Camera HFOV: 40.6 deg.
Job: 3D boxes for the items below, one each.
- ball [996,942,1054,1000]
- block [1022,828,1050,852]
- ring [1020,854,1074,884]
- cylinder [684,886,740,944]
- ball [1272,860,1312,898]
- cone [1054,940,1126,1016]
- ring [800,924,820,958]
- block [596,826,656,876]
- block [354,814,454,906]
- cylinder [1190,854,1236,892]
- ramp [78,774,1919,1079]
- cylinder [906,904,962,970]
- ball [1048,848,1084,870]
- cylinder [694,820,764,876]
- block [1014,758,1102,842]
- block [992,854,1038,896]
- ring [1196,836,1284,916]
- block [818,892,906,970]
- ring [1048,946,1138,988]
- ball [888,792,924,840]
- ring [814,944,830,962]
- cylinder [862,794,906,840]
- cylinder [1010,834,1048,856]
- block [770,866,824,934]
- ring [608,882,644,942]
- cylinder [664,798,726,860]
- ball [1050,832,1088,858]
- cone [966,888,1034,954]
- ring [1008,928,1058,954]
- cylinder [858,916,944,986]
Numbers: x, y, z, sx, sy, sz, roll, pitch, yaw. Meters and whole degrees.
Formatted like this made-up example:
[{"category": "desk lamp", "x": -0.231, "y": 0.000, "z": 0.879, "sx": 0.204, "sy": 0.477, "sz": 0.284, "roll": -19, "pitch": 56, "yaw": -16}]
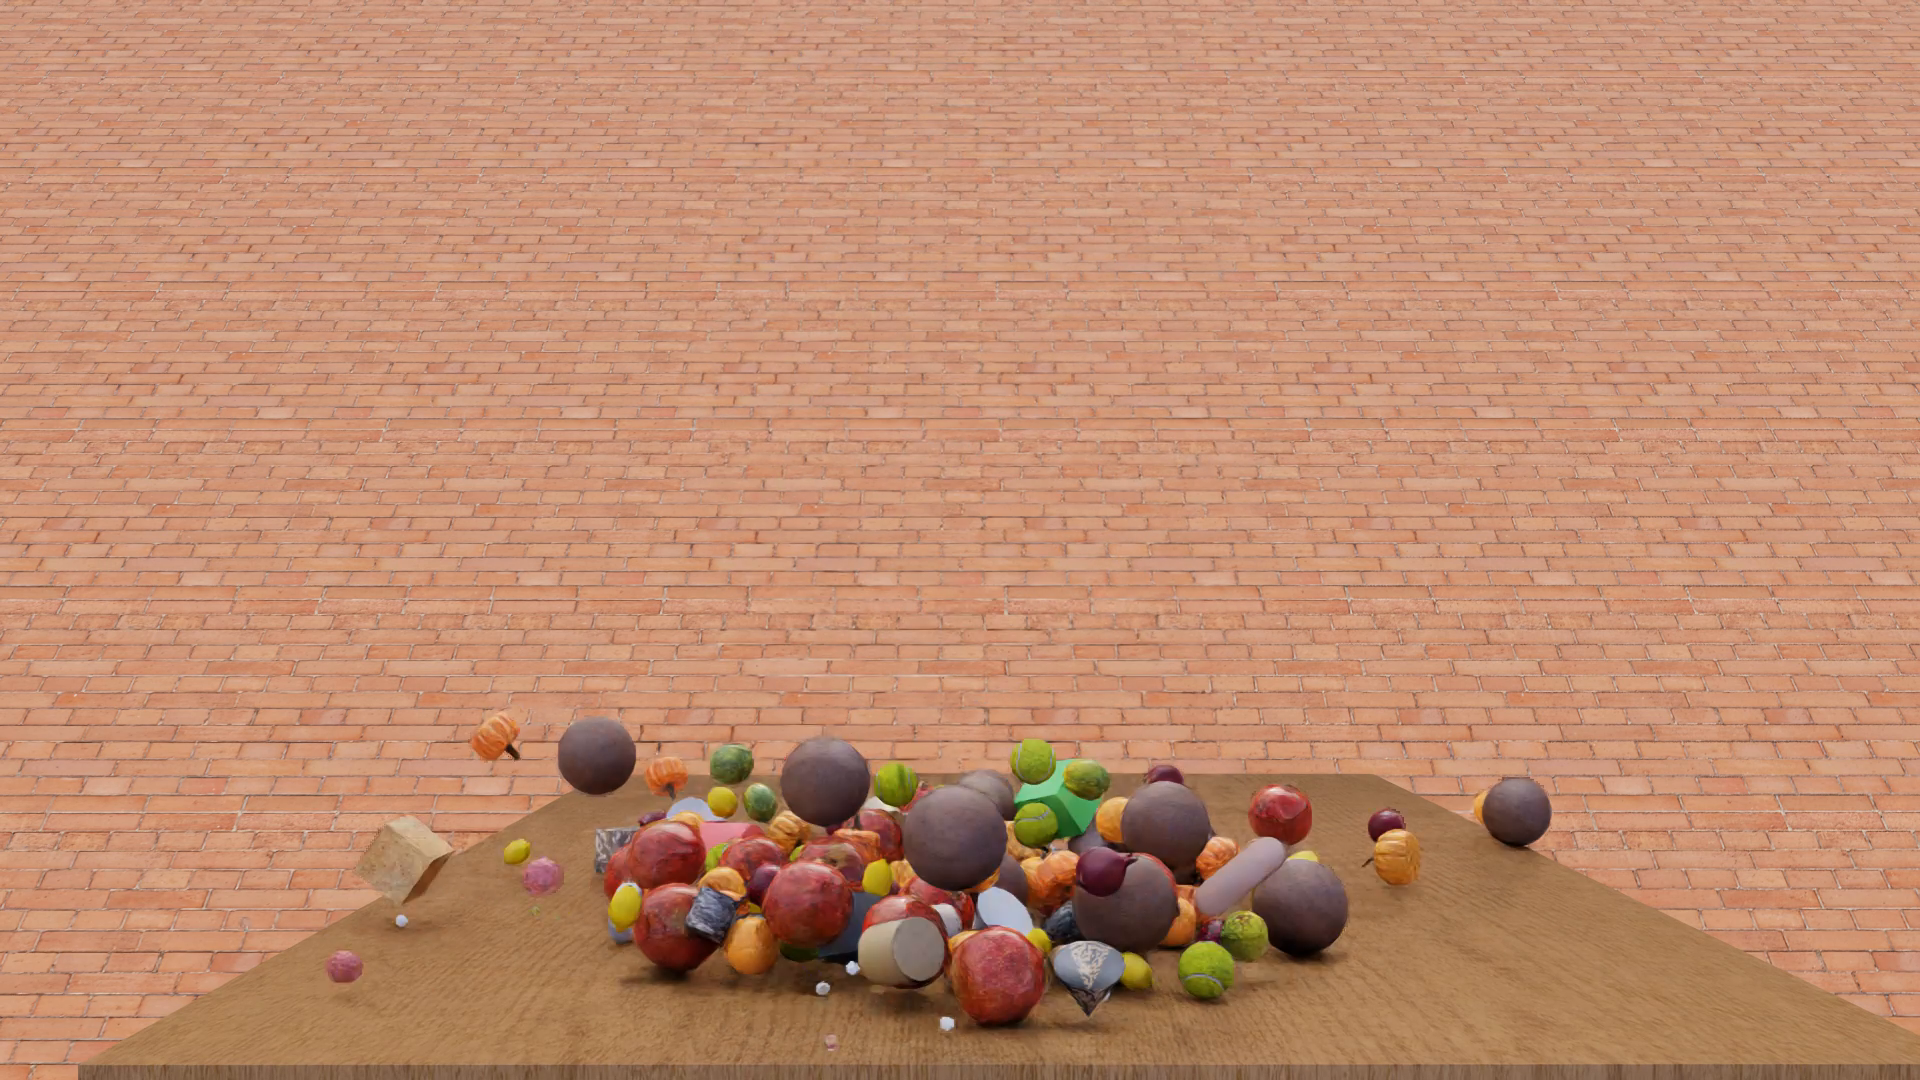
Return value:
[{"category": "ball", "x": 0.078, "y": 0.523, "z": 3.139, "sx": 0.069, "sy": 0.069, "sz": 0.069, "roll": 0, "pitch": 32, "yaw": 0}, {"category": "block", "x": 0.140, "y": 0.547, "z": 4.612, "sx": 0.060, "sy": 0.060, "sz": 0.060, "roll": 0, "pitch": -1, "yaw": 1}, {"category": "ring", "x": 0.132, "y": 0.554, "z": 4.365, "sx": 0.122, "sy": 0.041, "sz": 0.122, "roll": 1, "pitch": -1, "yaw": 0}, {"category": "cylinder", "x": -0.314, "y": 0.474, "z": 3.277, "sx": 0.054, "sy": 0.054, "sz": 0.054, "roll": 17, "pitch": 72, "yaw": 25}, {"category": "ball", "x": 0.529, "y": 0.540, "z": 4.132, "sx": 0.062, "sy": 0.062, "sz": 0.062, "roll": 0, "pitch": 32, "yaw": 0}, {"category": "cone", "x": 0.149, "y": 0.521, "z": 2.991, "sx": 0.082, "sy": 0.082, "sz": 0.082, "roll": 0, "pitch": 33, "yaw": 0}, {"category": "ring", "x": -0.162, "y": 0.543, "z": 3.503, "sx": 0.112, "sy": 0.037, "sz": 0.112, "roll": 2, "pitch": 3, "yaw": 0}, {"category": "block", "x": -0.580, "y": 0.538, "z": 4.492, "sx": 0.076, "sy": 0.076, "sz": 0.076, "roll": 1, "pitch": -1, "yaw": -39}, {"category": "block", "x": -0.823, "y": 0.474, "z": 3.841, "sx": 0.087, "sy": 0.087, "sz": 0.087, "roll": 37, "pitch": 10, "yaw": 6}, {"category": "cylinder", "x": 0.416, "y": 0.539, "z": 4.155, "sx": 0.065, "sy": 0.065, "sz": 0.065, "roll": 1, "pitch": 24, "yaw": -45}, {"category": "ramp", "x": 0.072, "y": 0.629, "z": 4.725, "sx": 2.000, "sy": 0.100, "sz": 4.000, "roll": 0, "pitch": -1, "yaw": 0}, {"category": "cylinder", "x": -0.053, "y": 0.518, "z": 3.374, "sx": 0.084, "sy": 0.084, "sz": 0.084, "roll": 1, "pitch": 29, "yaw": -28}, {"category": "ball", "x": 0.183, "y": 0.546, "z": 4.485, "sx": 0.060, "sy": 0.060, "sz": 0.060, "roll": 0, "pitch": 32, "yaw": 0}, {"category": "cylinder", "x": -0.396, "y": 0.529, "z": 4.451, "sx": 0.089, "sy": 0.089, "sz": 0.089, "roll": 2, "pitch": 30, "yaw": 26}, {"category": "block", "x": 0.157, "y": 0.418, "z": 4.160, "sx": 0.087, "sy": 0.087, "sz": 0.087, "roll": -15, "pitch": 29, "yaw": 37}, {"category": "block", "x": 0.089, "y": 0.543, "z": 4.198, "sx": 0.058, "sy": 0.058, "sz": 0.058, "roll": -1, "pitch": -1, "yaw": 24}, {"category": "ring", "x": 0.322, "y": 0.387, "z": 2.984, "sx": 0.122, "sy": 0.122, "sz": 0.041, "roll": -30, "pitch": 77, "yaw": -39}, {"category": "block", "x": -0.125, "y": 0.500, "z": 3.315, "sx": 0.076, "sy": 0.076, "sz": 0.076, "roll": -17, "pitch": 61, "yaw": 40}, {"category": "ring", "x": 0.166, "y": 0.537, "z": 3.264, "sx": 0.116, "sy": 0.039, "sz": 0.116, "roll": 8, "pitch": 0, "yaw": 0}, {"category": "ball", "x": -0.117, "y": 0.538, "z": 5.060, "sx": 0.091, "sy": 0.091, "sz": 0.091, "roll": 0, "pitch": 32, "yaw": 0}, {"category": "ring", "x": -0.157, "y": 0.529, "z": 3.416, "sx": 0.078, "sy": 0.026, "sz": 0.078, "roll": -34, "pitch": 2, "yaw": 1}, {"category": "cylinder", "x": -0.131, "y": 0.477, "z": 4.452, "sx": 0.059, "sy": 0.059, "sz": 0.059, "roll": -14, "pitch": 31, "yaw": -21}, {"category": "cylinder", "x": 0.121, "y": 0.547, "z": 4.548, "sx": 0.060, "sy": 0.060, "sz": 0.060, "roll": -2, "pitch": -1, "yaw": -4}, {"category": "block", "x": -0.219, "y": 0.484, "z": 3.477, "sx": 0.058, "sy": 0.058, "sz": 0.058, "roll": 10, "pitch": 32, "yaw": 5}, {"category": "ring", "x": -0.468, "y": 0.522, "z": 3.634, "sx": 0.029, "sy": 0.086, "sz": 0.086, "roll": 8, "pitch": 33, "yaw": 14}, {"category": "cylinder", "x": -0.469, "y": 0.518, "z": 4.628, "sx": 0.093, "sy": 0.093, "sz": 0.093, "roll": -6, "pitch": 67, "yaw": 13}, {"category": "ball", "x": 0.179, "y": 0.492, "z": 4.261, "sx": 0.065, "sy": 0.065, "sz": 0.065, "roll": 0, "pitch": 32, "yaw": 0}, {"category": "cone", "x": 0.035, "y": 0.525, "z": 3.450, "sx": 0.090, "sy": 0.090, "sz": 0.090, "roll": 28, "pitch": 34, "yaw": -21}, {"category": "ring", "x": 0.096, "y": 0.545, "z": 3.514, "sx": 0.075, "sy": 0.025, "sz": 0.075, "roll": 12, "pitch": 11, "yaw": -2}, {"category": "cylinder", "x": -0.070, "y": 0.487, "z": 3.068, "sx": 0.074, "sy": 0.074, "sz": 0.074, "roll": -30, "pitch": 6, "yaw": -39}]
